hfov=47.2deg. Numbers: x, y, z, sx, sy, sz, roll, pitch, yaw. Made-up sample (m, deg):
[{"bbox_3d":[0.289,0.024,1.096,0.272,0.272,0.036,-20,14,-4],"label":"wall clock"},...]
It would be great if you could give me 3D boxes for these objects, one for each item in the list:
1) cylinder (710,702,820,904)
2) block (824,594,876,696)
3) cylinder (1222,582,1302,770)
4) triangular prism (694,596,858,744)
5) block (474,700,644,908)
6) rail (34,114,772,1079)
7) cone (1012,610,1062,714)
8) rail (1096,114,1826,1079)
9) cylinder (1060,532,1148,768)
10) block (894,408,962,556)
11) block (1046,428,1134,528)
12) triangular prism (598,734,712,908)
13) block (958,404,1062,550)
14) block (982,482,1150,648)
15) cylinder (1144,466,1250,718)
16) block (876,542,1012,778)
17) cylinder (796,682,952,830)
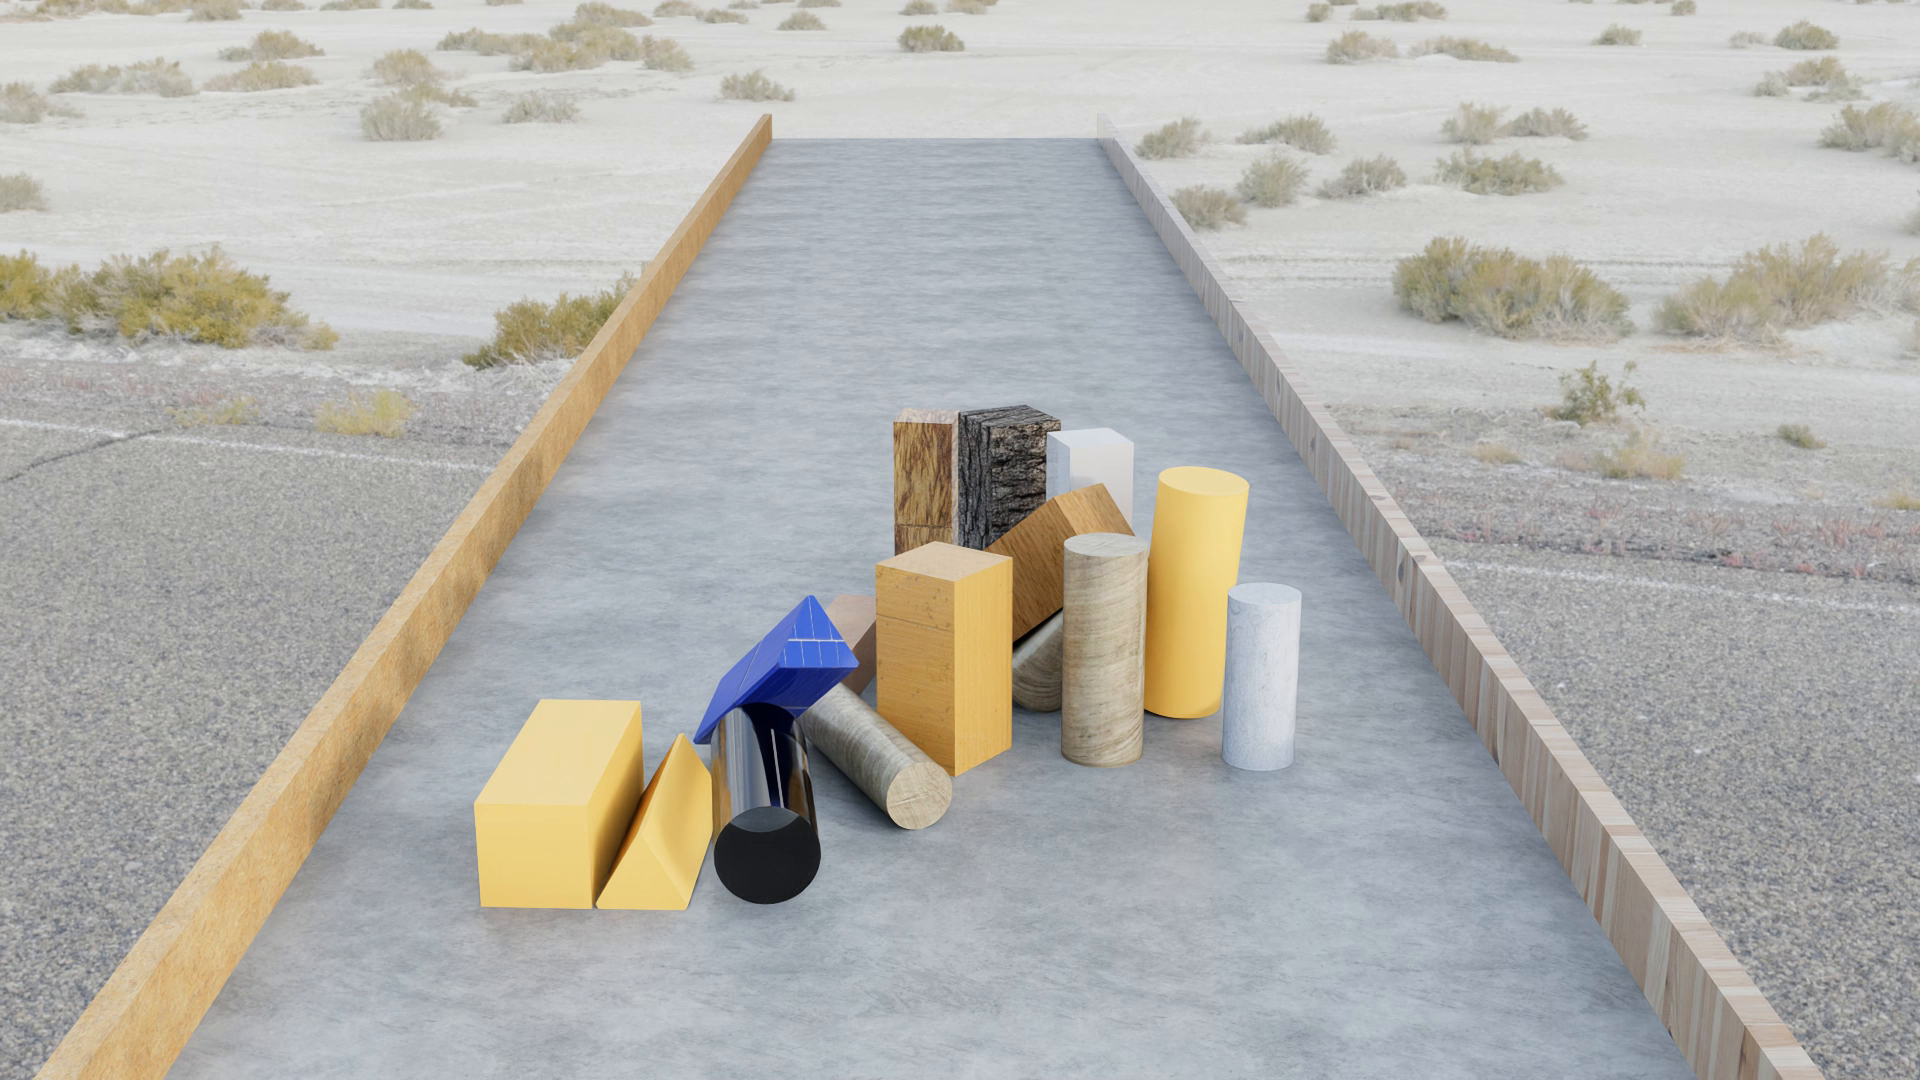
[{"bbox_3d":[-0.318,0.416,3.544,0.163,0.163,0.442,-2,17,-7],"label":"cylinder"},{"bbox_3d":[-0.234,0.225,4.275,0.112,0.112,0.420,4,17,12],"label":"block"},{"bbox_3d":[0.532,0.240,3.881,0.128,0.306,0.128,0,17,0],"label":"cylinder"},{"bbox_3d":[-0.330,0.228,3.796,0.141,0.122,0.435,2,-22,-26],"label":"triangular prism"},{"bbox_3d":[-0.634,0.415,3.533,0.170,0.170,0.441,1,17,2],"label":"block"},{"bbox_3d":[-1.118,-0.838,7.780,0.050,0.150,12.000,0,17,-1],"label":"rail"},{"bbox_3d":[0.216,0.152,4.045,0.150,0.370,0.150,17,44,-18],"label":"cone"},{"bbox_3d":[0.932,-0.844,7.801,0.050,0.150,12.000,0,17,-1],"label":"rail"},{"bbox_3d":[0.254,0.195,3.889,0.147,0.390,0.147,0,17,0],"label":"cylinder"},{"bbox_3d":[-0.071,-0.094,4.886,0.129,0.373,0.129,3,17,9],"label":"block"},{"bbox_3d":[0.254,0.019,4.363,0.131,0.457,0.131,-5,17,-17],"label":"block"},{"bbox_3d":[-0.476,0.441,3.522,0.137,0.119,0.417,1,17,2],"label":"triangular prism"},{"bbox_3d":[0.101,-0.044,4.600,0.158,0.441,0.158,-8,18,-25],"label":"block"},{"bbox_3d":[0.122,0.090,4.180,0.435,0.174,0.174,-38,-12,34],"label":"block"},{"bbox_3d":[0.429,0.098,4.100,0.166,0.440,0.166,4,20,-2],"label":"cylinder"},{"bbox_3d":[-0.027,0.208,3.899,0.172,0.358,0.172,12,20,35],"label":"block"},{"bbox_3d":[-0.154,0.365,3.793,0.118,0.118,0.424,-7,18,-23],"label":"cylinder"}]
